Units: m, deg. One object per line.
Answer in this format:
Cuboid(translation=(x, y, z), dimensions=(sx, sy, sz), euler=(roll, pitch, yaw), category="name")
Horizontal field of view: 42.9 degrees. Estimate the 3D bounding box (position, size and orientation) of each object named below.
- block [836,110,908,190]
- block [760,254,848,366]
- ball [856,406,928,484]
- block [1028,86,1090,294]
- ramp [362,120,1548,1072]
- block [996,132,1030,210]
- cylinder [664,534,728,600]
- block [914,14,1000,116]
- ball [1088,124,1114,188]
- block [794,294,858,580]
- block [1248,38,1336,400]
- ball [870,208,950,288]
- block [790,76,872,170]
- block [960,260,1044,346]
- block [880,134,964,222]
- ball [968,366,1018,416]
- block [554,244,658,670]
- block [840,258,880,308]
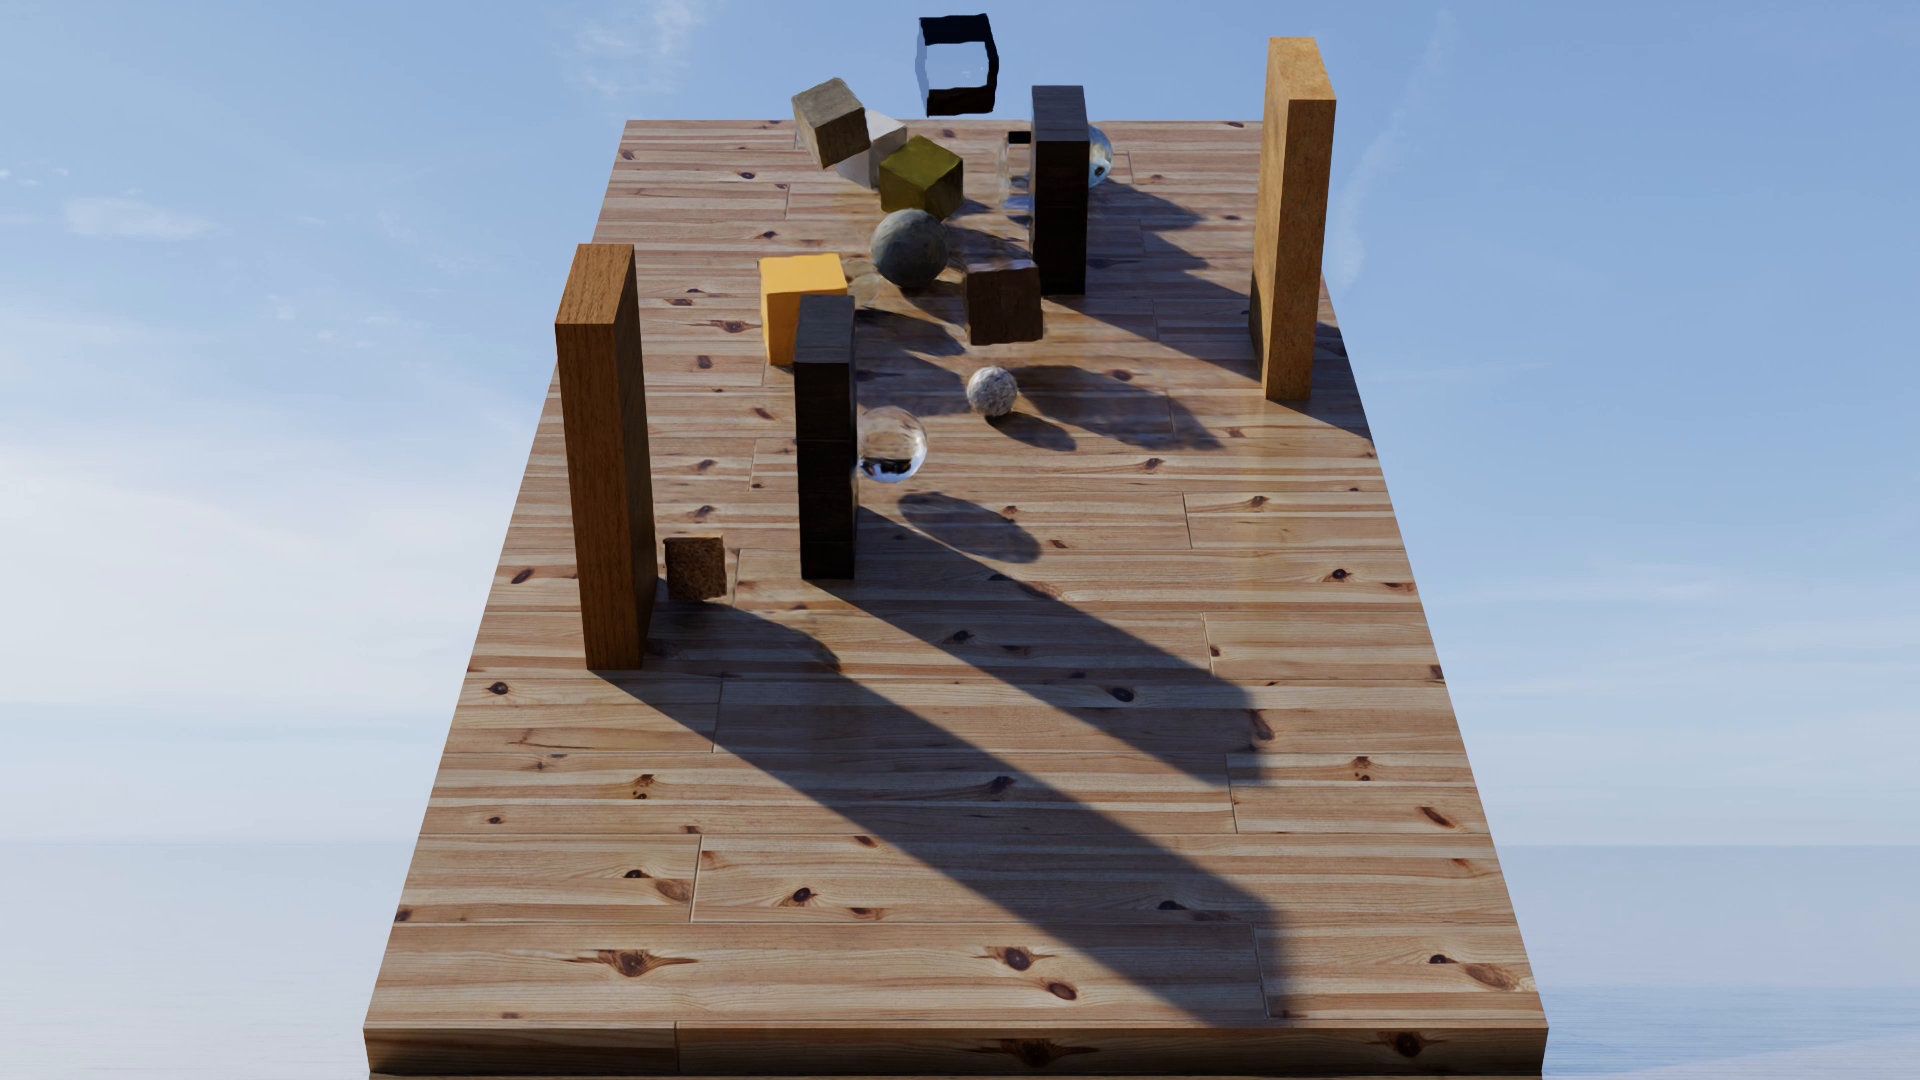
Cuboid(translation=(-0.259, -1.137, 7.109), dimensions=(0.151, 0.151, 0.151), euler=(-31, 45, -33), category="block")
Cuboid(translation=(-0.395, -0.584, 6.188), dimensions=(0.201, 0.201, 0.201), euler=(-5, 32, -8), category="block")
Cuboid(translation=(-0.163, -0.217, 5.563), dimensions=(0.178, 0.178, 0.178), euler=(0, -7, 0), category="ball")
Cuboid(translation=(0.262, -0.939, 6.539), dimensions=(0.138, 0.437, 0.384), euler=(0, 32, 0), category="block")
Cuboid(translation=(-0.015, -0.191, 5.844), dimensions=(2.000, 0.100, 4.000), euler=(0, 32, 0), category="ramp")
Cuboid(translation=(0.208, -1.033, 6.859), dimensions=(0.176, 0.176, 0.176), euler=(-1, -7, -10), category="block")
Cuboid(translation=(-0.558, 0.057, 5.164), dimensions=(0.125, 0.125, 0.125), euler=(-4, 6, 0), category="cylinder")
Cuboid(translation=(-0.010, -1.392, 7.169), dimensions=(0.201, 0.201, 0.201), euler=(-6, -35, -10), category="block")
Cuboid(translation=(0.348, -1.106, 7.044), dimensions=(0.188, 0.188, 0.188), euler=(0, -7, 0), category="ball")
Cuboid(translation=(-0.287, -0.223, 5.296), dimensions=(0.114, 0.530, 0.314), euler=(0, 32, 0), category="block")
Cuboid(translation=(0.805, -0.783, 5.969), dimensions=(0.109, 0.780, 0.403), euler=(0, 32, 0), category="block")
Cuboid(translation=(-0.132, -0.775, 6.486), dimensions=(0.209, 0.209, 0.209), euler=(0, -7, 0), category="ball")
Cuboid(translation=(-0.363, -1.174, 6.875), dimensions=(0.154, 0.154, 0.154), euler=(-26, -37, -12), category="block")
Cuboid(translation=(0.104, -0.591, 6.072), dimensions=(0.180, 0.180, 0.180), euler=(-5, 13, -3), category="block")
Cuboid(translation=(-0.106, -0.985, 6.767), dimensions=(0.165, 0.165, 0.165), euler=(32, -33, 24), category="block")
Cuboid(translation=(0.078, -0.359, 5.904), dimensions=(0.122, 0.122, 0.122), euler=(0, -7, 0), category="ball")
Cuboid(translation=(-0.709, -0.164, 4.951), dimensions=(0.111, 0.792, 0.353), euler=(0, 32, 0), category="block")
Cuboid(translation=(-0.271, -0.668, 6.356), dimensions=(0.112, 0.112, 0.112), euler=(9, 7, -2), category="block")
